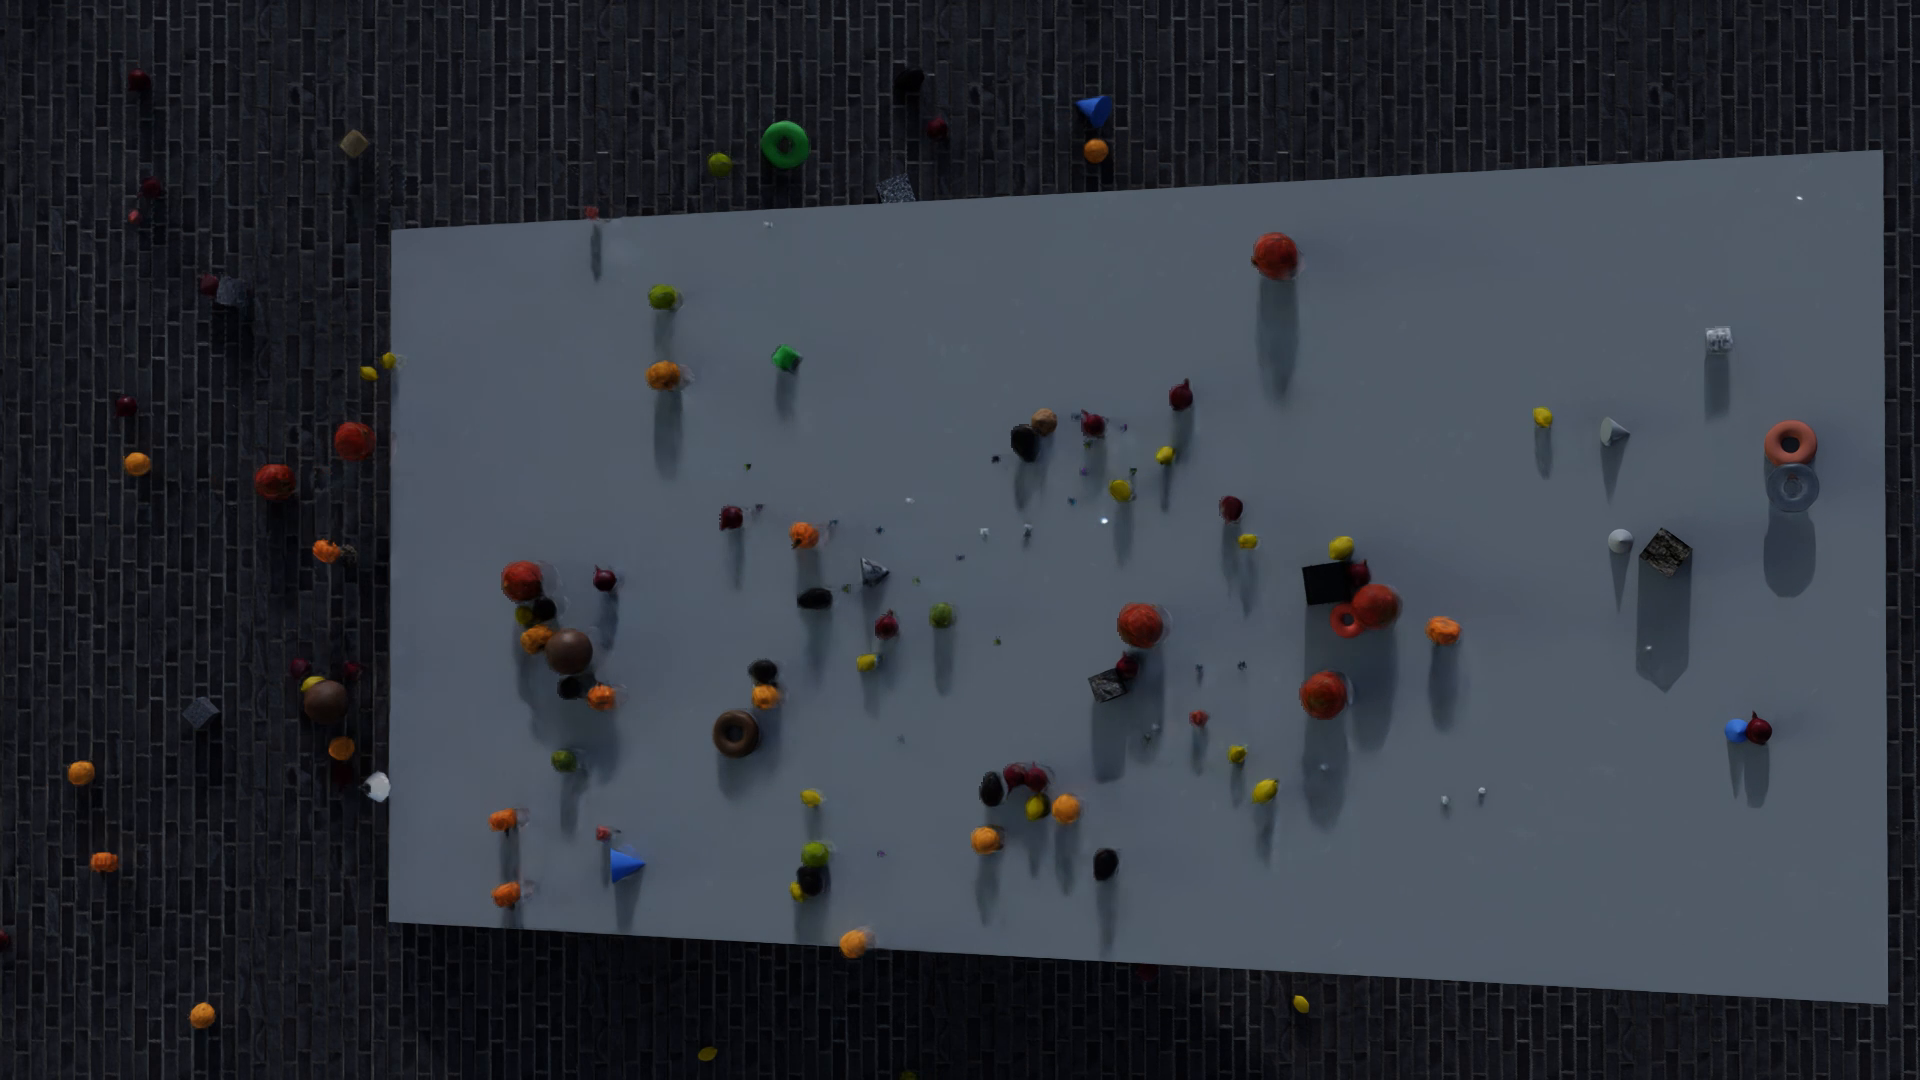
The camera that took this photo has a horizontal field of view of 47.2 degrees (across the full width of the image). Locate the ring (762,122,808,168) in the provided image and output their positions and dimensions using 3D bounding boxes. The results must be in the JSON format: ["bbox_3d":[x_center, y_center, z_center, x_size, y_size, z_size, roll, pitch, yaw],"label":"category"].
[{"bbox_3d":[-0.512,-1.155,6.431,0.140,0.047,0.140,0,107,1],"label":"ring"}]

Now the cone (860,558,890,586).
[{"bbox_3d":[-0.223,0.086,5.885,0.079,0.079,0.079,1,89,-13],"label":"cone"}]

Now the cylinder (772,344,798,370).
[{"bbox_3d":[-0.475,-0.495,5.965,0.051,0.051,0.051,37,101,0],"label":"cylinder"}]

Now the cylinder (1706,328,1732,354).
[{"bbox_3d":[1.809,-0.475,5.239,0.054,0.054,0.054,-6,89,17],"label":"cylinder"}]

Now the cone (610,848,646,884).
[{"bbox_3d":[-0.916,0.899,6.089,0.098,0.098,0.098,-4,89,-9],"label":"cone"}]

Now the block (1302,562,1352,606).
[{"bbox_3d":[0.916,0.109,5.492,0.096,0.096,0.096,-9,86,17],"label":"block"}]

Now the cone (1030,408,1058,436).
[{"bbox_3d":[0.210,-0.310,5.734,0.072,0.072,0.072,0,89,18],"label":"cone"}]

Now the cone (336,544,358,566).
[{"bbox_3d":[-1.798,0.044,6.419,0.064,0.064,0.064,0,89,0],"label":"cone"}]

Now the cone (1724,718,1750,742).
[{"bbox_3d":[1.844,0.455,5.213,0.057,0.057,0.057,0,89,18],"label":"cone"}]

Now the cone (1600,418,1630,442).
[{"bbox_3d":[1.592,-0.263,5.318,0.063,0.063,0.063,6,89,-9],"label":"cone"}]

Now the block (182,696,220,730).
[{"bbox_3d":[-2.212,0.504,6.411,0.066,0.066,0.066,45,89,1],"label":"block"}]

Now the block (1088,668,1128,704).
[{"bbox_3d":[0.381,0.375,5.672,0.069,0.069,0.069,-23,83,16],"label":"block"}]

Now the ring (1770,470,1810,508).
[{"bbox_3d":[1.962,-0.122,5.198,0.092,0.031,0.092,0,90,18],"label":"ring"}]

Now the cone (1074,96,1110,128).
[{"bbox_3d":[0.374,-1.269,6.448,0.096,0.096,0.096,27,89,27],"label":"cone"}]

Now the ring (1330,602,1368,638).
[{"bbox_3d":[0.973,0.200,5.507,0.093,0.031,0.093,0,89,17],"label":"ring"}]

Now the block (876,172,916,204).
[{"bbox_3d":[-0.185,-1.003,6.418,0.096,0.096,0.096,-20,89,0],"label":"block"}]

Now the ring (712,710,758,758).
[{"bbox_3d":[-0.612,0.529,5.998,0.134,0.045,0.134,0,89,16],"label":"ring"}]

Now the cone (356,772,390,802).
[{"bbox_3d":[-1.705,0.713,6.327,0.089,0.089,0.089,0,89,28],"label":"cone"}]

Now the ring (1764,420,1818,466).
[{"bbox_3d":[1.963,-0.225,5.195,0.118,0.039,0.118,0,89,21],"label":"ring"}]

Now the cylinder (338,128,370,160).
[{"bbox_3d":[-1.769,-1.157,6.424,0.063,0.063,0.063,44,97,1],"label":"cylinder"}]

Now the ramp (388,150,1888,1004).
[{"bbox_3d":[0.275,0.093,5.798,4.000,0.100,2.000,0,89,18],"label":"ramp"}]

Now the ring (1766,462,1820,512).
[{"bbox_3d":[1.956,-0.124,5.164,0.119,0.040,0.119,0,90,16],"label":"ring"}]

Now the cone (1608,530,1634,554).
[{"bbox_3d":[1.591,0.002,5.299,0.059,0.059,0.059,0,89,18],"label":"cone"}]

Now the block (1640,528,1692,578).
[{"bbox_3d":[1.686,0.031,5.253,0.088,0.088,0.088,38,100,14],"label":"block"}]
